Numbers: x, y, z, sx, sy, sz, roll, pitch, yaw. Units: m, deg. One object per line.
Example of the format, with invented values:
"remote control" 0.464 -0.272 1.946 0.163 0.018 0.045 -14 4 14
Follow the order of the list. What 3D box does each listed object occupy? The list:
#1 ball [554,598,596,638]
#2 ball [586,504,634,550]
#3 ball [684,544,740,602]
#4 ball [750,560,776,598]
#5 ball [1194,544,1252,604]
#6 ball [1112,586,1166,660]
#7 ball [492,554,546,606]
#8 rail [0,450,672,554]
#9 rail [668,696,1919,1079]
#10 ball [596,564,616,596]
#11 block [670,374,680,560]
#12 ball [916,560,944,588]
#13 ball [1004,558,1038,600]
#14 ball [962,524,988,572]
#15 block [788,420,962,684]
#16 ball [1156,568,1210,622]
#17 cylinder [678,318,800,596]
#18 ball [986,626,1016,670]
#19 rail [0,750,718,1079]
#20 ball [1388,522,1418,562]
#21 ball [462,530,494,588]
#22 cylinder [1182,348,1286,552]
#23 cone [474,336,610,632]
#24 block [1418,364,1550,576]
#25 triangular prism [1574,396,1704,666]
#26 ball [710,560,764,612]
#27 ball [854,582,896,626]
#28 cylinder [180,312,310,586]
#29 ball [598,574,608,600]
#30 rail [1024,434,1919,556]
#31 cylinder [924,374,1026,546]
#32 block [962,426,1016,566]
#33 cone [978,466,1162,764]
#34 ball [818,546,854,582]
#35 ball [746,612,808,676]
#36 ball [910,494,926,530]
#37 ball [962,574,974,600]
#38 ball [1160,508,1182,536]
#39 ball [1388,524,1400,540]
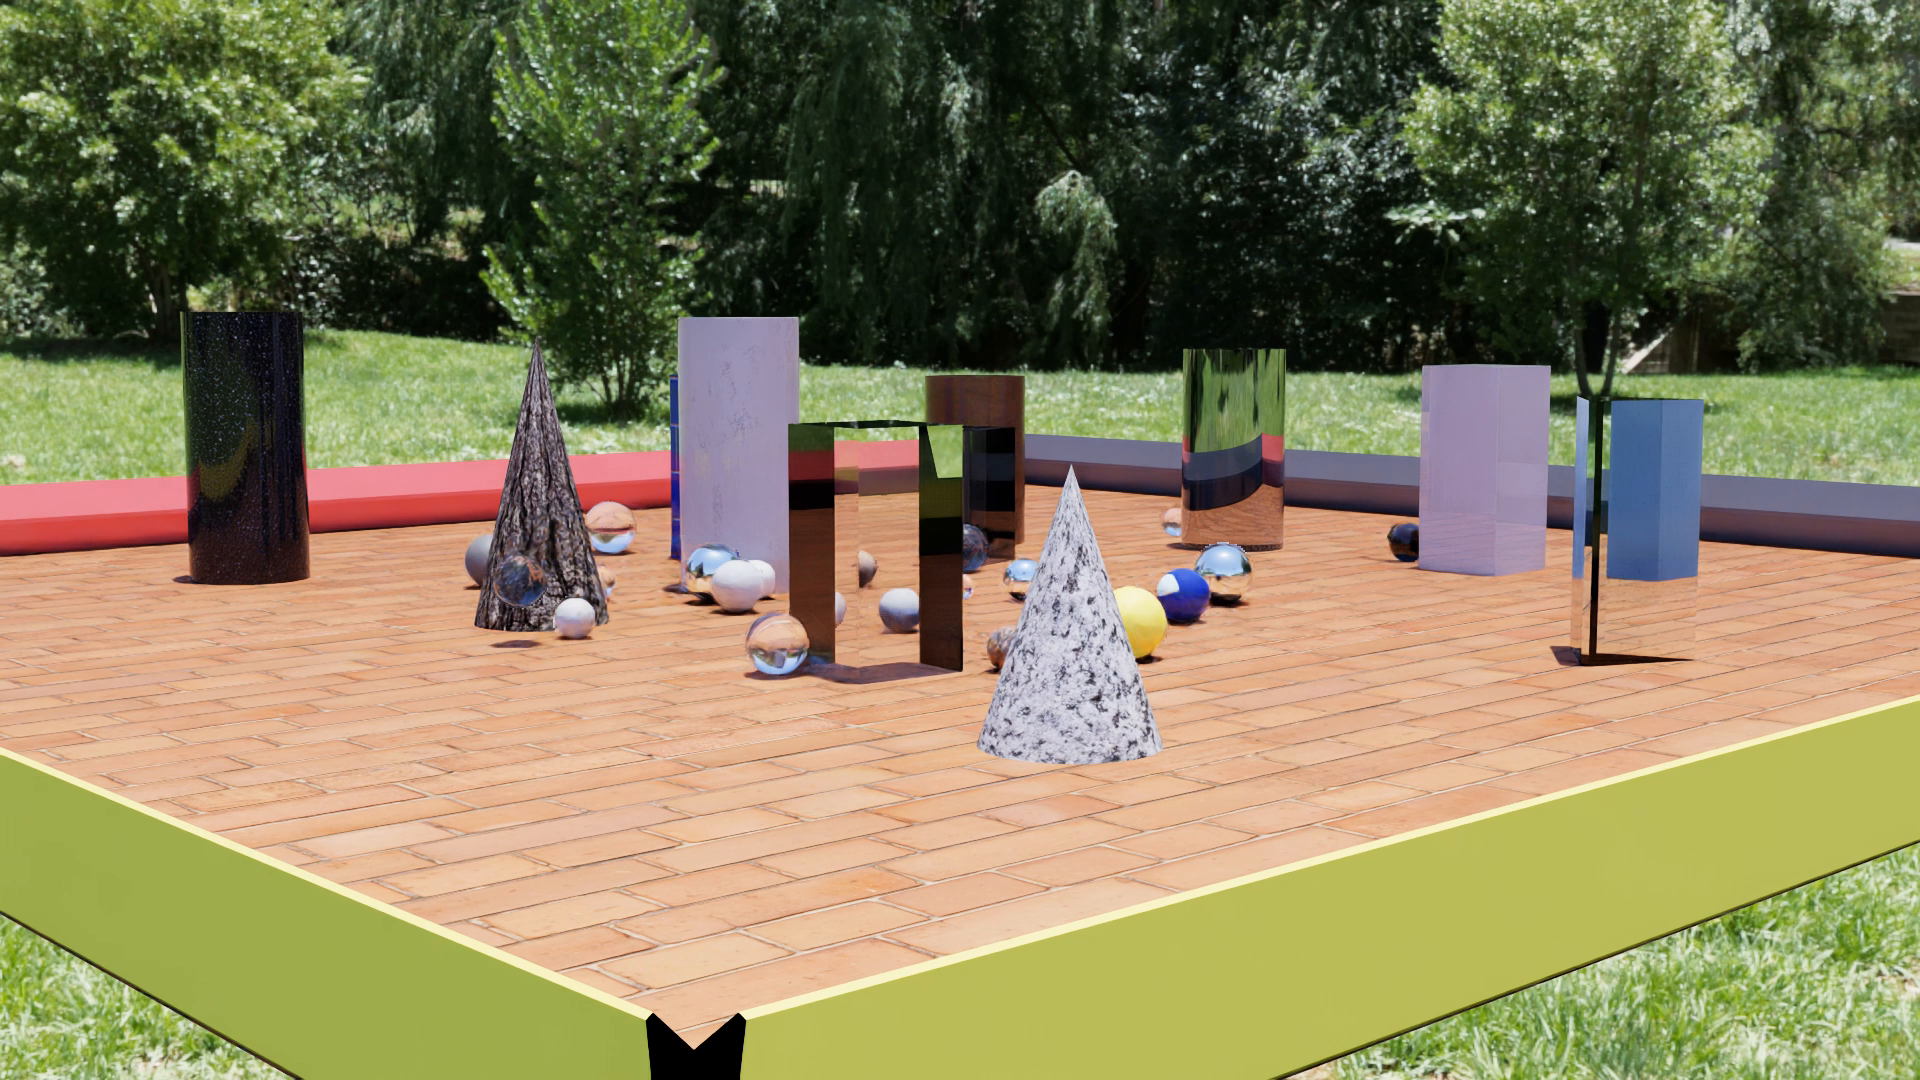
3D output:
"ball" -0.520 0.106 2.971 0.056 0.056 0.056 0 6 0
"ball" -0.637 -0.023 4.006 0.085 0.085 0.085 0 6 0
"ball" -0.374 0.050 3.336 0.088 0.088 0.088 0 6 0
"ball" -0.313 0.060 3.377 0.061 0.061 0.061 0 6 0
"ball" 0.397 0.052 3.321 0.089 0.089 0.089 0 6 0
"ball" 0.216 0.106 2.795 0.093 0.093 0.093 0 6 0
"ball" -0.583 0.054 2.910 0.068 0.068 0.068 0 6 0
"rail" -1.105 -0.093 4.523 3.382 0.124 0.045 -6 8 -42
"rail" 1.105 0.158 2.141 3.382 0.124 0.045 -6 8 -42
"ball" -0.555 0.065 3.354 0.058 0.058 0.058 0 6 0
"block" -0.408 -0.129 3.900 0.153 0.327 0.153 -4 7 -36
"ball" -0.049 0.053 3.523 0.045 0.045 0.045 0 6 0
"ball" 0.098 0.060 3.358 0.065 0.065 0.065 0 6 0
"ball" 0.008 0.013 3.729 0.081 0.081 0.081 0 6 0
"block" -0.104 0.010 2.699 0.153 0.304 0.153 -5 8 -37
"ball" 0.318 0.078 3.129 0.077 0.077 0.077 0 6 0
"cylinder" -0.349 -0.136 3.481 0.191 0.430 0.191 0 6 0
"ball" 0.061 0.133 2.705 0.056 0.056 0.056 0 6 0
"rail" -1.225 0.151 2.208 0.045 0.124 3.306 -6 8 -42
"ball" 0.789 0.005 3.863 0.069 0.069 0.069 0 6 0
"ball" -0.749 0.033 3.518 0.095 0.095 0.095 0 6 0
"cylinder" 0.510 -0.171 4.100 0.191 0.370 0.191 0 6 0
"cone" -0.595 -0.087 3.111 0.191 0.409 0.191 0 6 0
"block" 0.893 -0.123 3.748 0.153 0.347 0.153 -6 8 -43
"triangular prism" 0.833 -0.016 2.819 0.165 0.331 0.143 -2 6 -19
"ball" -0.328 0.068 3.231 0.077 0.077 0.077 0 6 0
"ball" -0.120 0.091 3.089 0.061 0.061 0.061 0 6 0
"cylinder" -1.174 -0.155 3.616 0.191 0.439 0.191 0 6 0
"ball" -0.549 0.075 3.238 0.060 0.060 0.060 0 6 0
"rail" 1.225 -0.086 4.457 0.045 0.124 3.306 -6 8 -42
"cylinder" 0.028 -0.153 4.188 0.191 0.316 0.191 0 6 0
"block" -0.008 -0.079 3.868 0.153 0.236 0.153 4 7 32
"cone" 0.112 0.067 2.234 0.191 0.288 0.191 0 6 0
"ball" -0.201 0.039 3.590 0.058 0.058 0.058 0 6 0
"ball" -0.223 0.126 2.676 0.077 0.077 0.077 0 6 0
"ball" -0.067 -0.057 4.444 0.071 0.071 0.071 0 6 0
"ball" 0.001 0.072 3.366 0.041 0.041 0.041 0 6 0
"ball" 0.422 -0.036 4.309 0.056 0.056 0.056 0 6 0
"ball" 0.816 -0.006 4.074 0.047 0.047 0.047 0 6 0
